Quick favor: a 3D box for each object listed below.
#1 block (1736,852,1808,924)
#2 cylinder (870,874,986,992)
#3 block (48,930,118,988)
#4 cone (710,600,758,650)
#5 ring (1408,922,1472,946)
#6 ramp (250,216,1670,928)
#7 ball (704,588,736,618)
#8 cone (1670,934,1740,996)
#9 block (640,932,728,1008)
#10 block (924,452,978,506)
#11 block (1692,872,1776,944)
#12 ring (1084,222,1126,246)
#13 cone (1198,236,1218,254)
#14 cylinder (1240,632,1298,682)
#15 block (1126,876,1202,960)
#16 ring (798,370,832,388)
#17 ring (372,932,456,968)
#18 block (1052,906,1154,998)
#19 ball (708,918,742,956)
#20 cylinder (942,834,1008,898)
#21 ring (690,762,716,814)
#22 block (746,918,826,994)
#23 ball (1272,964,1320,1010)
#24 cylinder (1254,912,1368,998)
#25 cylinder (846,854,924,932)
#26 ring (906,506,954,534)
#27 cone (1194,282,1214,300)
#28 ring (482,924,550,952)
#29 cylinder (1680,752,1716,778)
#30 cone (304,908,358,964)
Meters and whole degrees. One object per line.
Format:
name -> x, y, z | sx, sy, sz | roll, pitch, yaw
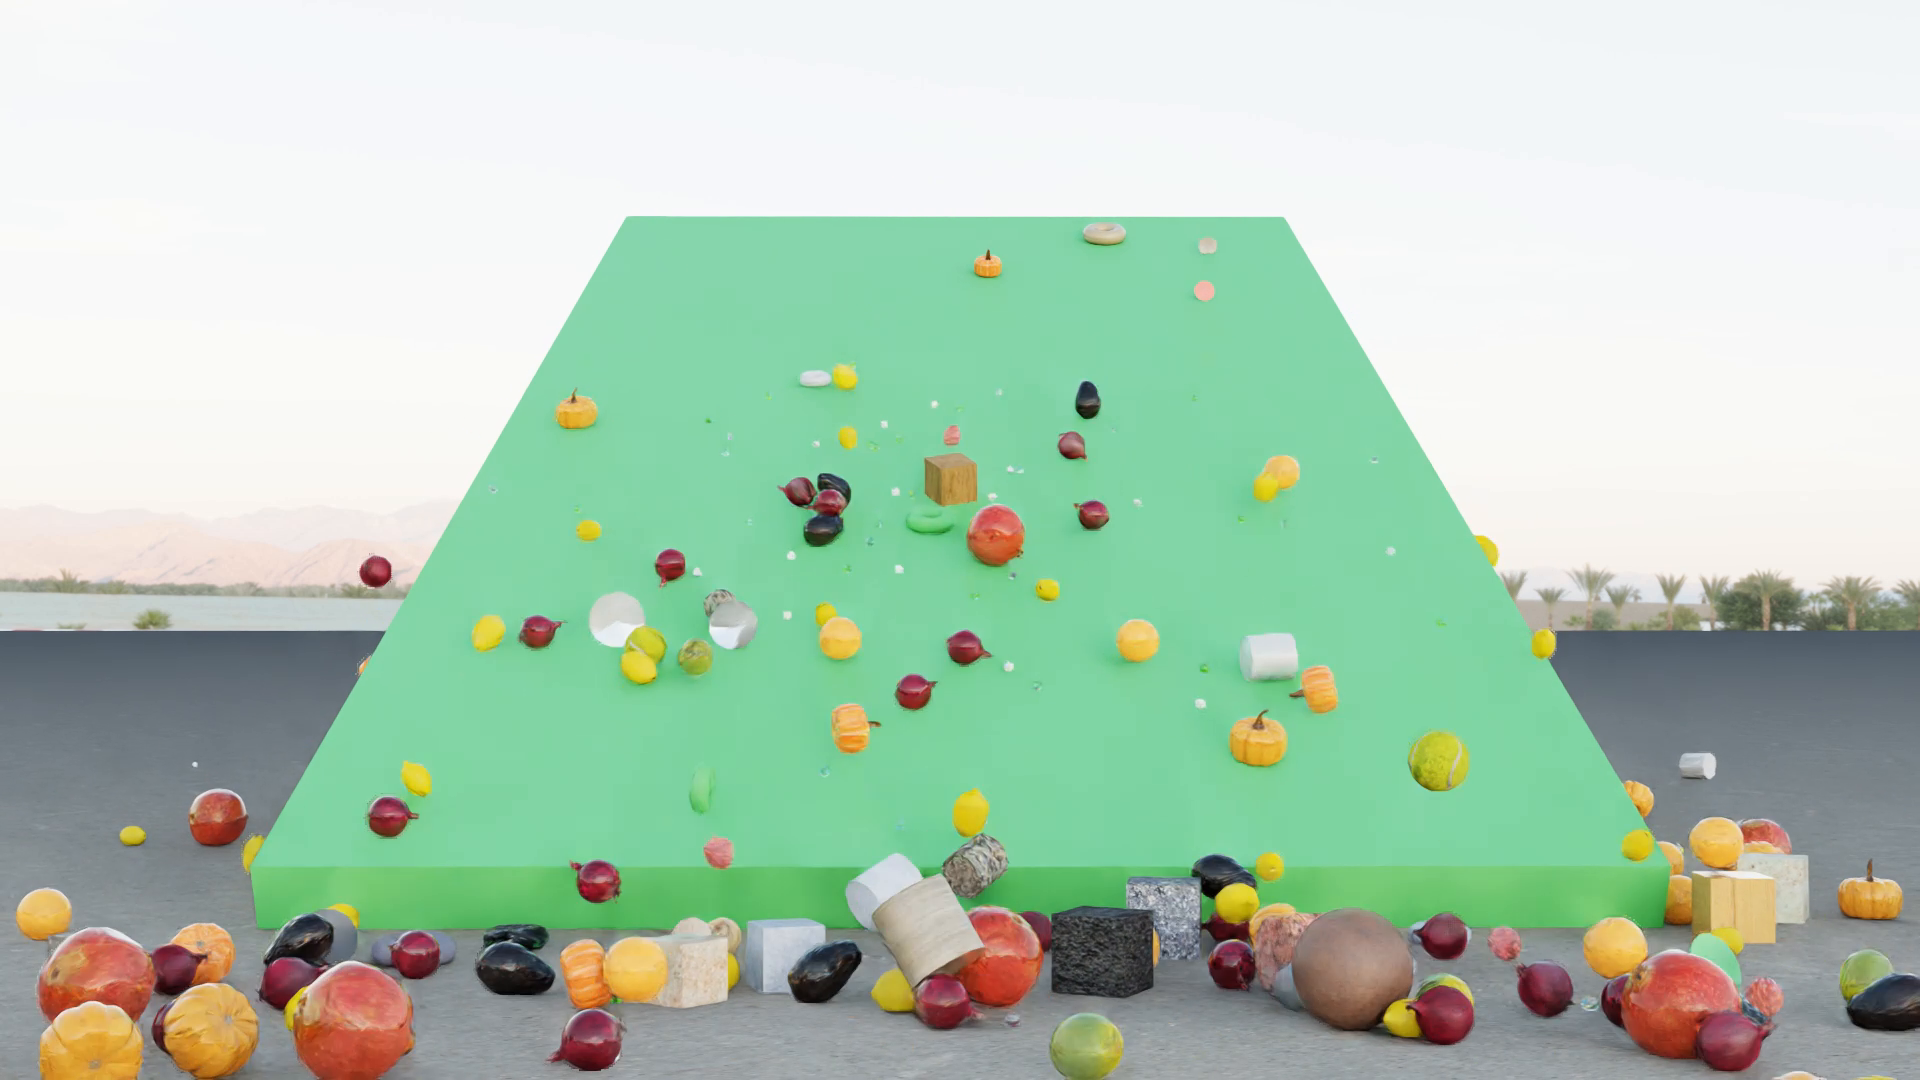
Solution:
block -> 1.196, 0.511, 3.360 | 0.091, 0.091, 0.091 | -1, -2, 25
cylinder -> -0.035, 0.430, 2.498 | 0.092, 0.092, 0.092 | -28, -18, -10
block -> -1.058, 0.505, 2.755 | 0.058, 0.058, 0.058 | -2, -3, 40
cone -> -0.384, 0.150, 3.960 | 0.085, 0.085, 0.085 | 0, -6, 7
ring -> 0.650, 0.533, 3.092 | 0.084, 0.028, 0.084 | 1, -3, 0
ramp -> -0.006, -0.216, 5.097 | 2.000, 0.100, 4.000 | 0, 21, 0
ball -> -0.420, 0.116, 4.015 | 0.061, 0.061, 0.061 | 0, -2, 0
cone -> 0.867, 0.515, 2.703 | 0.077, 0.077, 0.077 | 1, -29, -33
block -> -0.317, 0.494, 2.624 | 0.071, 0.071, 0.071 | -2, -3, 39
block -> -0.019, -0.122, 4.607 | 0.080, 0.080, 0.080 | -10, 23, -24
block -> 1.065, 0.505, 3.146 | 0.087, 0.087, 0.087 | 0, -2, 1
ring -> 0.420, -0.890, 6.645 | 0.126, 0.042, 0.126 | 0, 25, 0
cone -> 0.709, -0.836, 6.531 | 0.053, 0.053, 0.053 | 0, -6, 6
cylinder -> 0.512, 0.195, 3.794 | 0.077, 0.077, 0.077 | -3, -2, -9
block -> 0.269, 0.496, 2.999 | 0.096, 0.096, 0.096 | 0, -2, 7
ring -> -0.340, -0.376, 5.337 | 0.077, 0.026, 0.077 | 1, 20, 0
ring -> -0.697, 0.523, 2.915 | 0.106, 0.035, 0.106 | 0, -1, 0
block -> 0.169, 0.487, 2.704 | 0.092, 0.092, 0.092 | -1, -2, 26
ball -> -0.309, 0.517, 2.972 | 0.051, 0.051, 0.051 | 0, -2, 0
cylinder -> 0.021, 0.450, 3.153 | 0.066, 0.066, 0.066 | -2, 19, 37
ring -> -0.373, 0.360, 3.317 | 0.026, 0.077, 0.077 | 6, -2, 4
block -> -0.208, 0.495, 2.723 | 0.076, 0.076, 0.076 | 1, -2, -20
ball -> 0.377, 0.502, 2.560 | 0.051, 0.051, 0.051 | 0, -2, 0
cylinder -> 0.410, 0.484, 2.663 | 0.095, 0.095, 0.095 | 1, -2, -25
cylinder -> -0.101, 0.479, 3.106 | 0.078, 0.078, 0.078 | -29, 17, -37
ring -> -0.059, -0.039, 4.459 | 0.094, 0.031, 0.094 | 0, 22, 0
cone -> 0.644, -0.656, 6.066 | 0.054, 0.054, 0.054 | 0, -6, -6
ring -> -0.593, 0.531, 3.049 | 0.087, 0.029, 0.087 | -1, -2, 0
cylinder -> 2.077, 0.635, 6.425 | 0.070, 0.070, 0.070 | 2, -3, -42
cone -> -0.830, 0.525, 2.951 | 0.075, 0.075, 0.075 | 2, -30, -44
